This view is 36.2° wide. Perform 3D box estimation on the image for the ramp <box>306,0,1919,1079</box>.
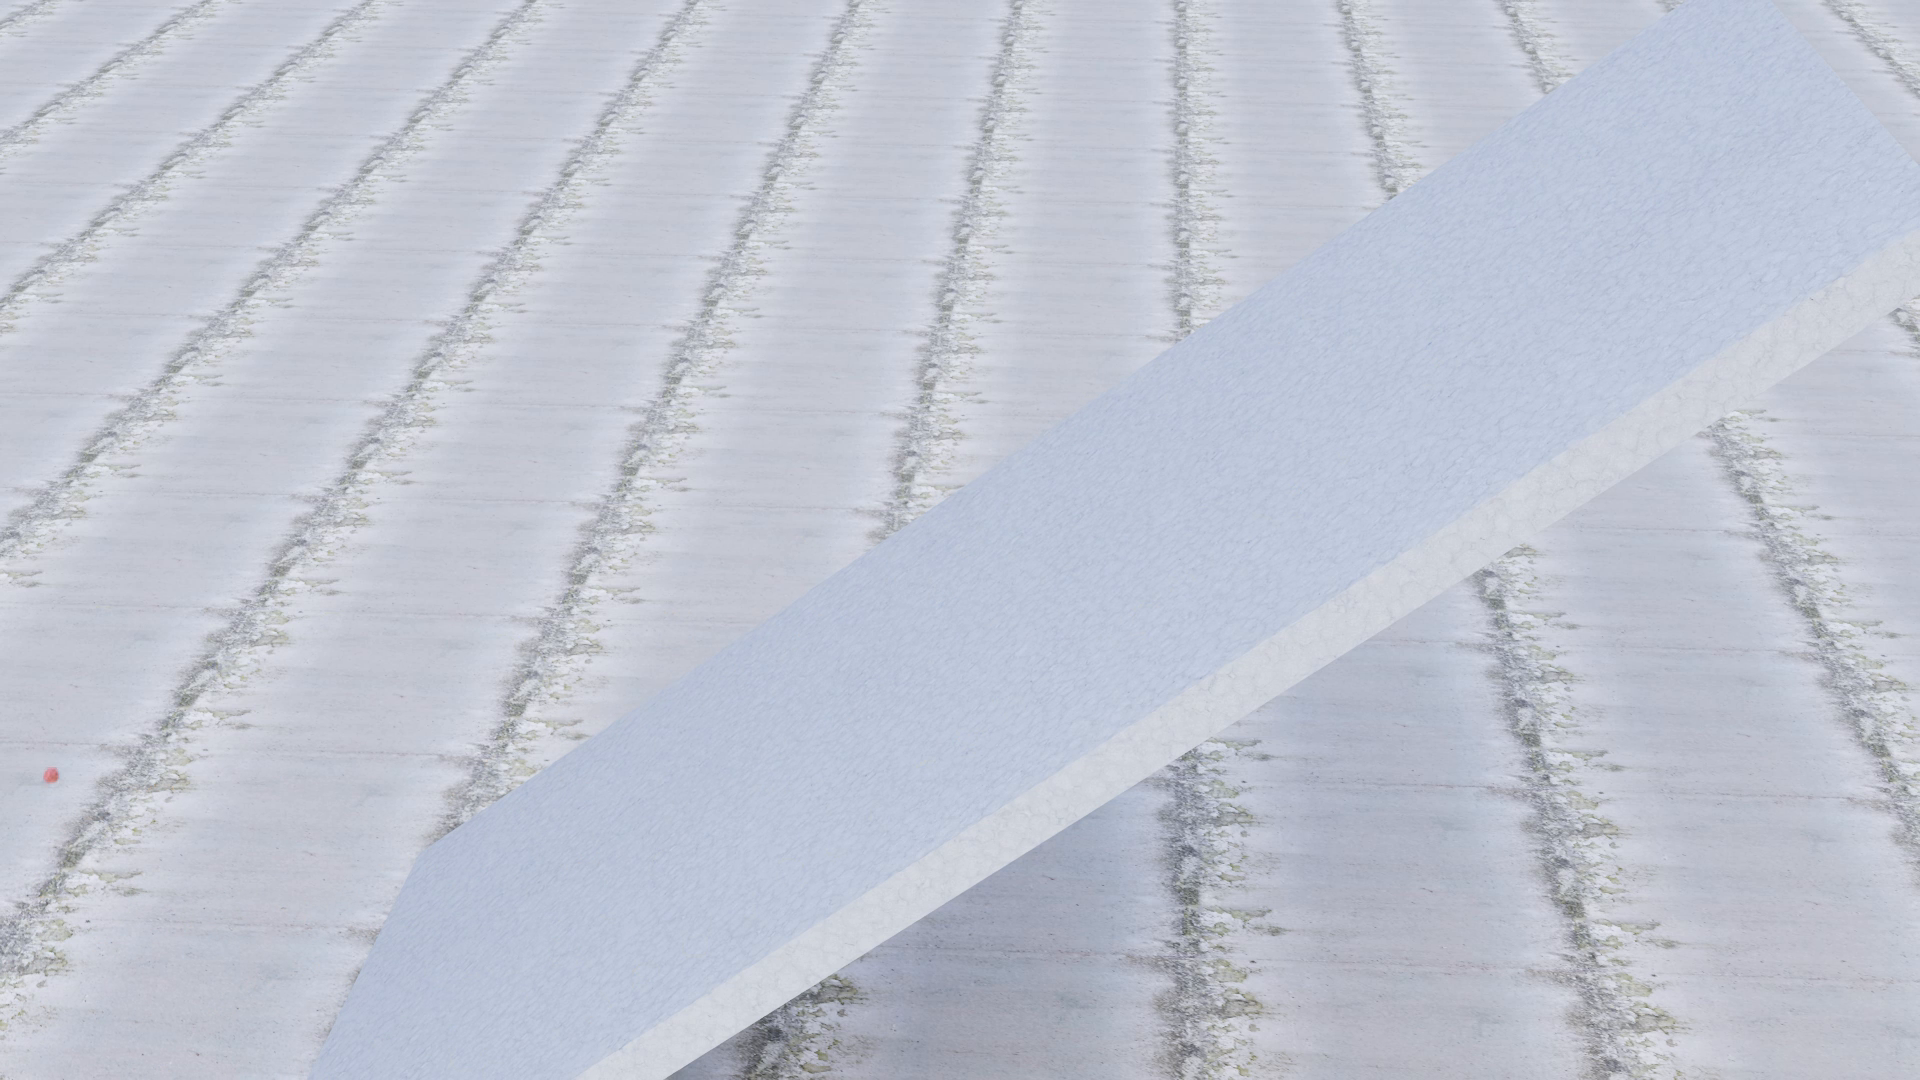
[{"bbox_3d":[0.131,0.177,6.317,4.000,0.100,2.000,-34,16,16],"label":"ramp"}]
